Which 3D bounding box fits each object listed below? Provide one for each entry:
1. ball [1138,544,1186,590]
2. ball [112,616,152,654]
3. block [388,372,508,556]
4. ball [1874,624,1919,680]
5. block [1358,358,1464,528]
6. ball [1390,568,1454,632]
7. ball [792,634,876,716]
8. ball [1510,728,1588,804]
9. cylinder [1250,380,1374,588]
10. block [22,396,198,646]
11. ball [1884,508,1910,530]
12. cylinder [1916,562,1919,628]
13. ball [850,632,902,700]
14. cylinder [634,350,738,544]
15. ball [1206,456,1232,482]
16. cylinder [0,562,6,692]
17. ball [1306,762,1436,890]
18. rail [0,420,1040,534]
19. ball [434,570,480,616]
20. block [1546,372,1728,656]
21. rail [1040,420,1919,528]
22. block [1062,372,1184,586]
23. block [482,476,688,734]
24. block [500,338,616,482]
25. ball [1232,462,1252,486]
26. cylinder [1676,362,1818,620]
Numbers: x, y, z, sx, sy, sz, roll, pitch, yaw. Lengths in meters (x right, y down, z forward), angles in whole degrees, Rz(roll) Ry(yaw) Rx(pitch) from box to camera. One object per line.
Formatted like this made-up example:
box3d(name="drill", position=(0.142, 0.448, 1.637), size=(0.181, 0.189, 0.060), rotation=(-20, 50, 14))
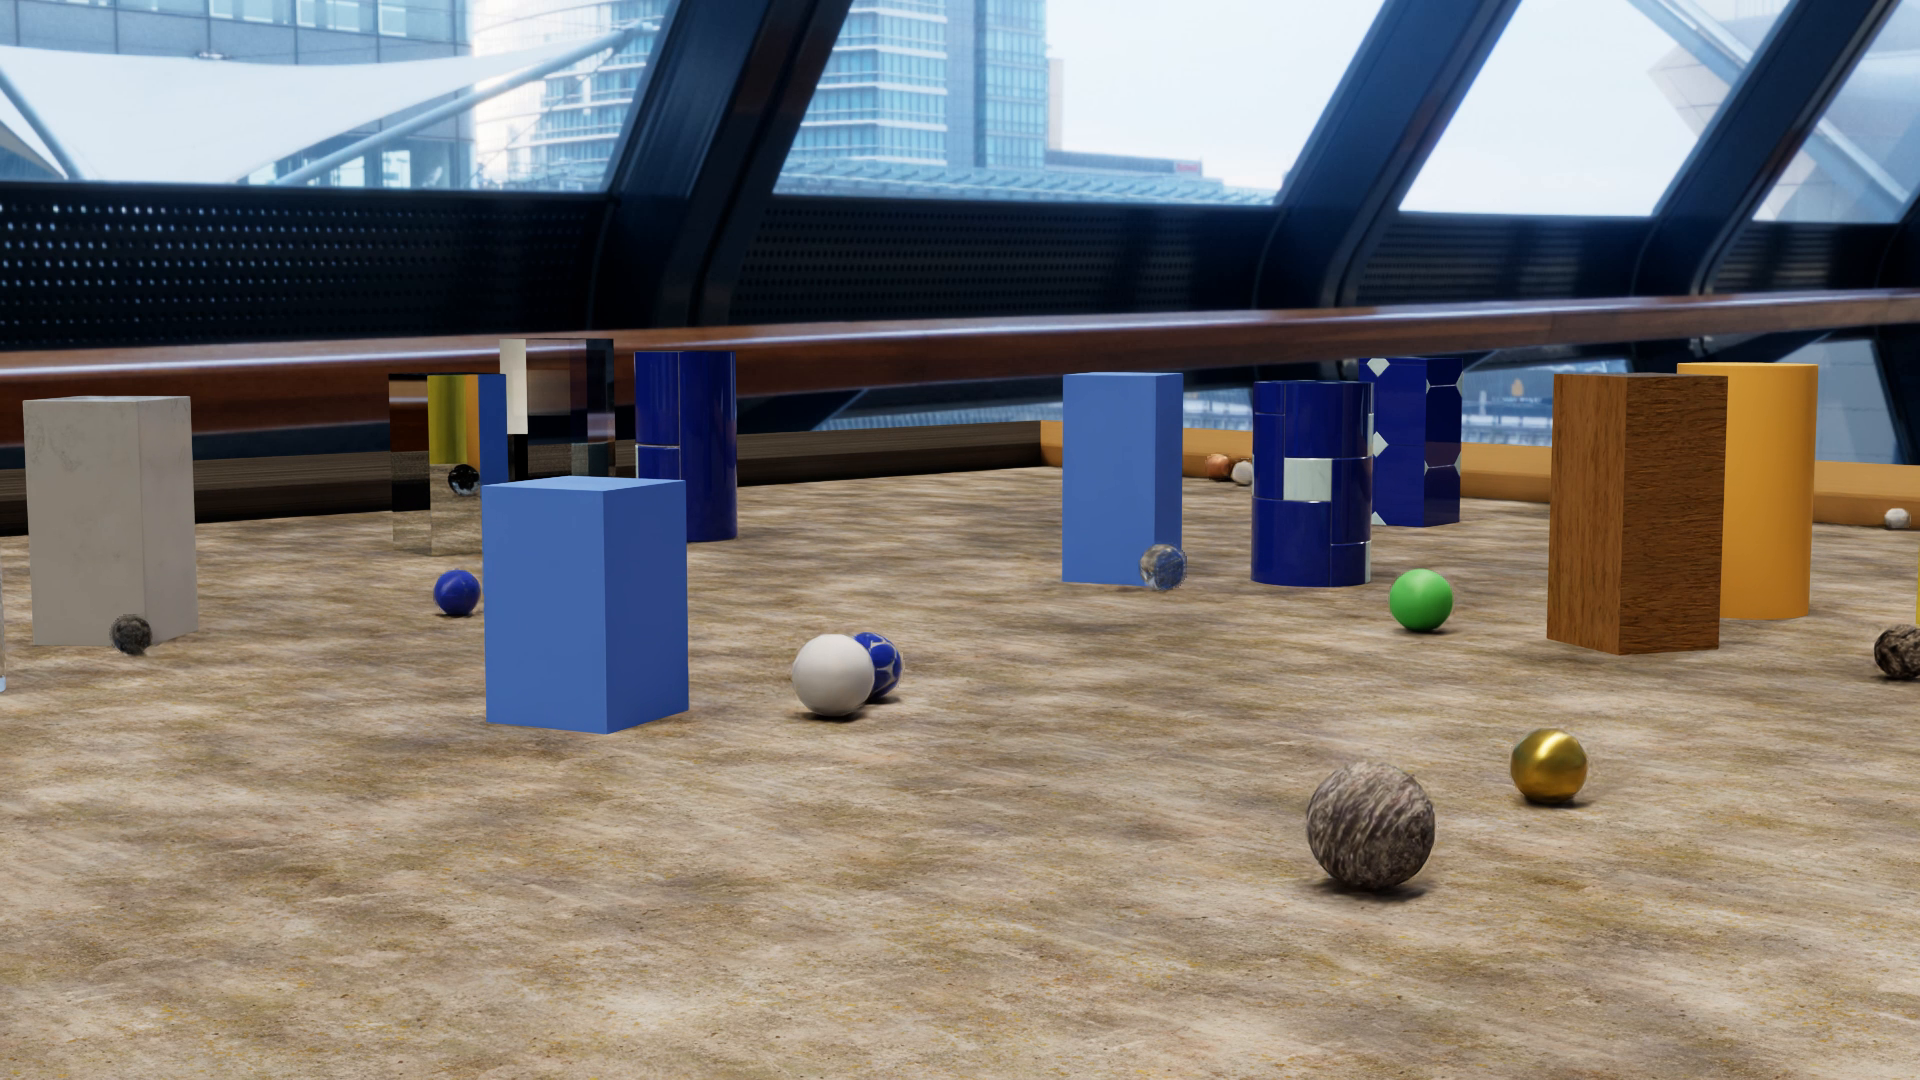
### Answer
box3d(name="ball", position=(0.322, 0.043, 3.507), size=(0.074, 0.074, 0.074), rotation=(0, 6, 0))
box3d(name="ball", position=(-1.075, 0.124, 2.854), size=(0.050, 0.050, 0.050), rotation=(0, 6, 0))
box3d(name="block", position=(-0.947, -0.144, 4.080), size=(0.157, 0.328, 0.157), rotation=(-5, 8, -40))
box3d(name="ball", position=(1.143, 0.135, 2.663), size=(0.066, 0.066, 0.066), rotation=(0, 6, 0))
box3d(name="block", position=(0.942, -0.208, 4.608), size=(0.157, 0.344, 0.157), rotation=(5, 8, 40))
box3d(name="ball", position=(0.641, 0.084, 3.054), size=(0.087, 0.087, 0.087), rotation=(0, 6, 0))
box3d(name="ball", position=(-0.139, 0.148, 2.415), size=(0.091, 0.091, 0.091), rotation=(0, 6, 0))
box3d(name="ball", position=(0.533, 0.204, 1.989), size=(0.069, 0.069, 0.069), rotation=(0, 6, 0))
box3d(name="cylinder", position=(0.580, -0.097, 3.628), size=(0.197, 0.327, 0.197), rotation=(0, 6, 0))
box3d(name="block", position=(-1.150, -0.029, 2.986), size=(0.157, 0.326, 0.157), rotation=(1, 6, 5))
box3d(name="ball", position=(1.903, -0.043, 4.467), size=(0.046, 0.046, 0.046), rotation=(0, 6, 0))
box3d(name="cylinder", position=(1.404, -0.055, 2.967), size=(0.197, 0.382, 0.197), rotation=(0, 6, 0))
box3d(name="ball", position=(-0.105, 0.145, 2.515), size=(0.078, 0.078, 0.078), rotation=(0, 6, 0))
box3d(name="cylinder", position=(-0.535, -0.185, 4.296), size=(0.197, 0.365, 0.197), rotation=(0, 6, 0))
box3d(name="ball", position=(0.677, -0.188, 5.746), size=(0.068, 0.068, 0.068), rotation=(0, 6, 0))
box3d(name="cylinder", position=(-1.221, -0.059, 2.545), size=(0.197, 0.478, 0.197), rotation=(0, 6, 0))
box3d(name="ball", position=(0.316, 0.220, 1.694), size=(0.098, 0.098, 0.098), rotation=(0, 6, 0))
box3d(name="rail", position=(-1.381, -0.122, 4.820), size=(4.434, 0.128, 0.045), rotation=(-5, 8, -42))
box3d(name="ball", position=(-0.736, 0.077, 3.219), size=(0.067, 0.067, 0.067), rotation=(0, 6, 0))
box3d(name="block", position=(0.899, -0.040, 2.927), size=(0.157, 0.359, 0.157), rotation=(-2, 6, -20))
box3d(name="rail", position=(1.612, -0.121, 4.811), size=(0.045, 0.128, 4.119), rotation=(-5, 8, -42))
box3d(name="block", position=(0.270, -0.105, 3.642), size=(0.157, 0.340, 0.157), rotation=(2, 6, 22))
box3d(name="block", position=(-0.408, 0.066, 2.407), size=(0.157, 0.257, 0.157), rotation=(3, 7, 26))
box3d(name="block", position=(-0.782, -0.197, 4.290), size=(0.157, 0.389, 0.157), rotation=(3, 6, 23))
box3d(name="ball", position=(0.722, -0.168, 5.585), size=(0.063, 0.063, 0.063), rotation=(0, 6, 0))
box3d(name="cylinder", position=(1.159, -0.077, 3.256), size=(0.197, 0.365, 0.197), rotation=(0, 6, 0))
